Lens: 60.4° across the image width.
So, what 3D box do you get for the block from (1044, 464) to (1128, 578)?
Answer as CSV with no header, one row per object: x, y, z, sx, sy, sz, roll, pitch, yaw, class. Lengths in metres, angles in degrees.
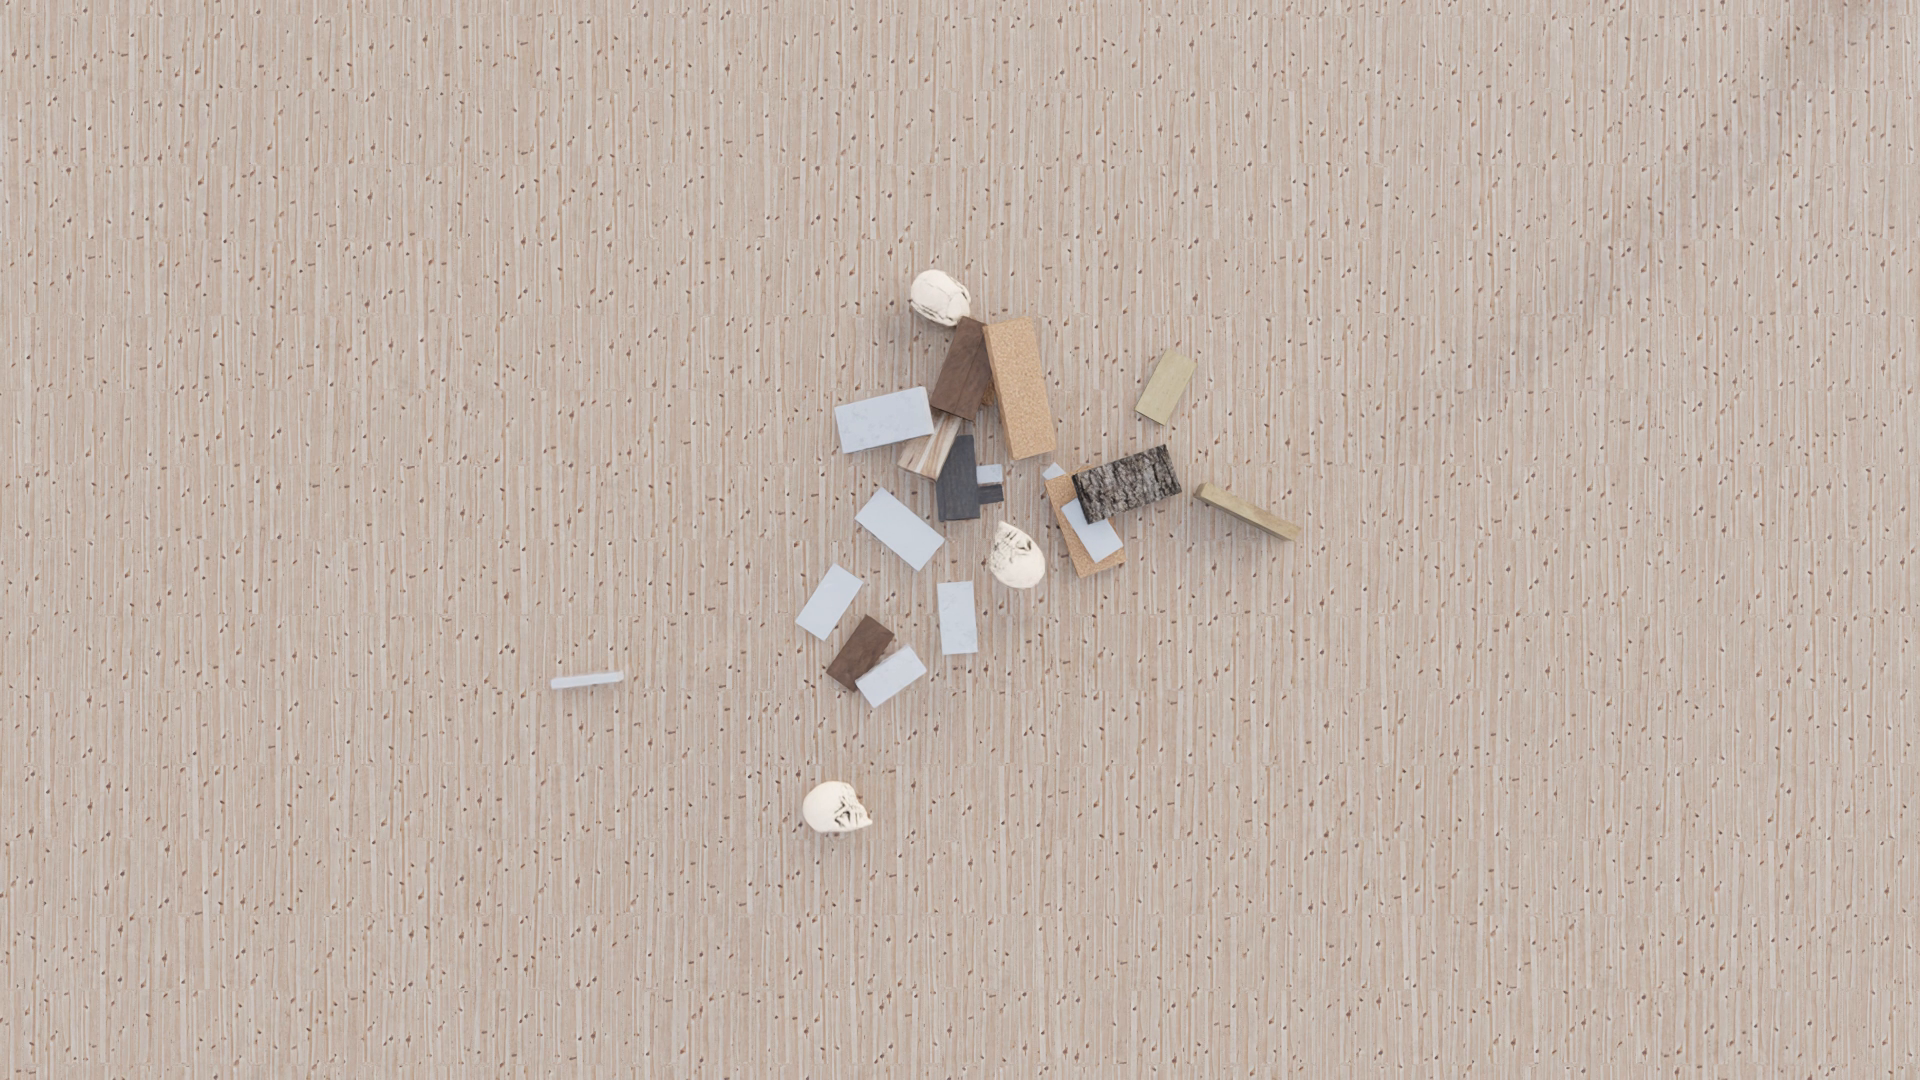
0.416,-0.062,5.465,0.170,0.048,0.339,-20,94,0,block

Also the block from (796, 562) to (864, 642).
-0.433,0.205,5.483,0.118,0.033,0.236,33,90,0,block

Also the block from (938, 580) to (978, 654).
-0.008,0.258,5.483,0.118,0.033,0.236,-4,90,0,block

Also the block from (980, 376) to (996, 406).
0.072,-0.569,5.451,0.116,0.033,0.232,10,90,0,block

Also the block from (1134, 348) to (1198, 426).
0.684,-0.508,5.484,0.116,0.033,0.232,28,90,0,block

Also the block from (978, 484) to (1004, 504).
0.085,-0.150,5.492,0.116,0.016,0.058,-9,90,0,block

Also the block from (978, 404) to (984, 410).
0.055,-0.559,5.484,0.116,0.033,0.232,18,90,0,block

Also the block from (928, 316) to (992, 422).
0.025,-0.561,5.412,0.157,0.044,0.313,20,90,0,block

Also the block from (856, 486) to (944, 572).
-0.199,-0.037,5.480,0.276,0.039,0.138,40,90,0,block

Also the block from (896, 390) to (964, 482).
-0.090,-0.341,5.442,0.138,0.039,0.276,21,77,7,block

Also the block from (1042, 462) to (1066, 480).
0.335,-0.197,5.491,0.058,0.016,0.116,-45,90,2,block

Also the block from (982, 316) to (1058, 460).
0.198,-0.497,5.409,0.157,0.044,0.446,-16,103,-18,block

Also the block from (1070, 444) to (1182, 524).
0.548,-0.184,5.422,0.339,0.048,0.170,-19,89,-19,block

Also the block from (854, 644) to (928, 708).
-0.229,0.450,5.465,0.216,0.031,0.108,-35,108,-2,block

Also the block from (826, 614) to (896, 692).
-0.331,0.377,5.483,0.118,0.033,0.236,35,90,0,block

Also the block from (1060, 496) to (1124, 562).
0.433,-0.044,5.427,0.108,0.031,0.216,-33,94,1,block

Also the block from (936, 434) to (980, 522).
-0.013,-0.204,5.459,0.138,0.039,0.276,-5,81,1,block

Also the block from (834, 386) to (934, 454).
-0.249,-0.393,5.423,0.313,0.044,0.157,-12,89,20,block

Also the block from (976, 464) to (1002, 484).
0.082,-0.218,5.492,0.116,0.016,0.058,-6,91,0,block

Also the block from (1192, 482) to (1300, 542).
0.940,-0.091,5.415,0.339,0.170,0.048,26,90,0,block

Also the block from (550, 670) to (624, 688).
-1.229,0.460,5.446,0.216,0.108,0.031,-7,89,0,block
